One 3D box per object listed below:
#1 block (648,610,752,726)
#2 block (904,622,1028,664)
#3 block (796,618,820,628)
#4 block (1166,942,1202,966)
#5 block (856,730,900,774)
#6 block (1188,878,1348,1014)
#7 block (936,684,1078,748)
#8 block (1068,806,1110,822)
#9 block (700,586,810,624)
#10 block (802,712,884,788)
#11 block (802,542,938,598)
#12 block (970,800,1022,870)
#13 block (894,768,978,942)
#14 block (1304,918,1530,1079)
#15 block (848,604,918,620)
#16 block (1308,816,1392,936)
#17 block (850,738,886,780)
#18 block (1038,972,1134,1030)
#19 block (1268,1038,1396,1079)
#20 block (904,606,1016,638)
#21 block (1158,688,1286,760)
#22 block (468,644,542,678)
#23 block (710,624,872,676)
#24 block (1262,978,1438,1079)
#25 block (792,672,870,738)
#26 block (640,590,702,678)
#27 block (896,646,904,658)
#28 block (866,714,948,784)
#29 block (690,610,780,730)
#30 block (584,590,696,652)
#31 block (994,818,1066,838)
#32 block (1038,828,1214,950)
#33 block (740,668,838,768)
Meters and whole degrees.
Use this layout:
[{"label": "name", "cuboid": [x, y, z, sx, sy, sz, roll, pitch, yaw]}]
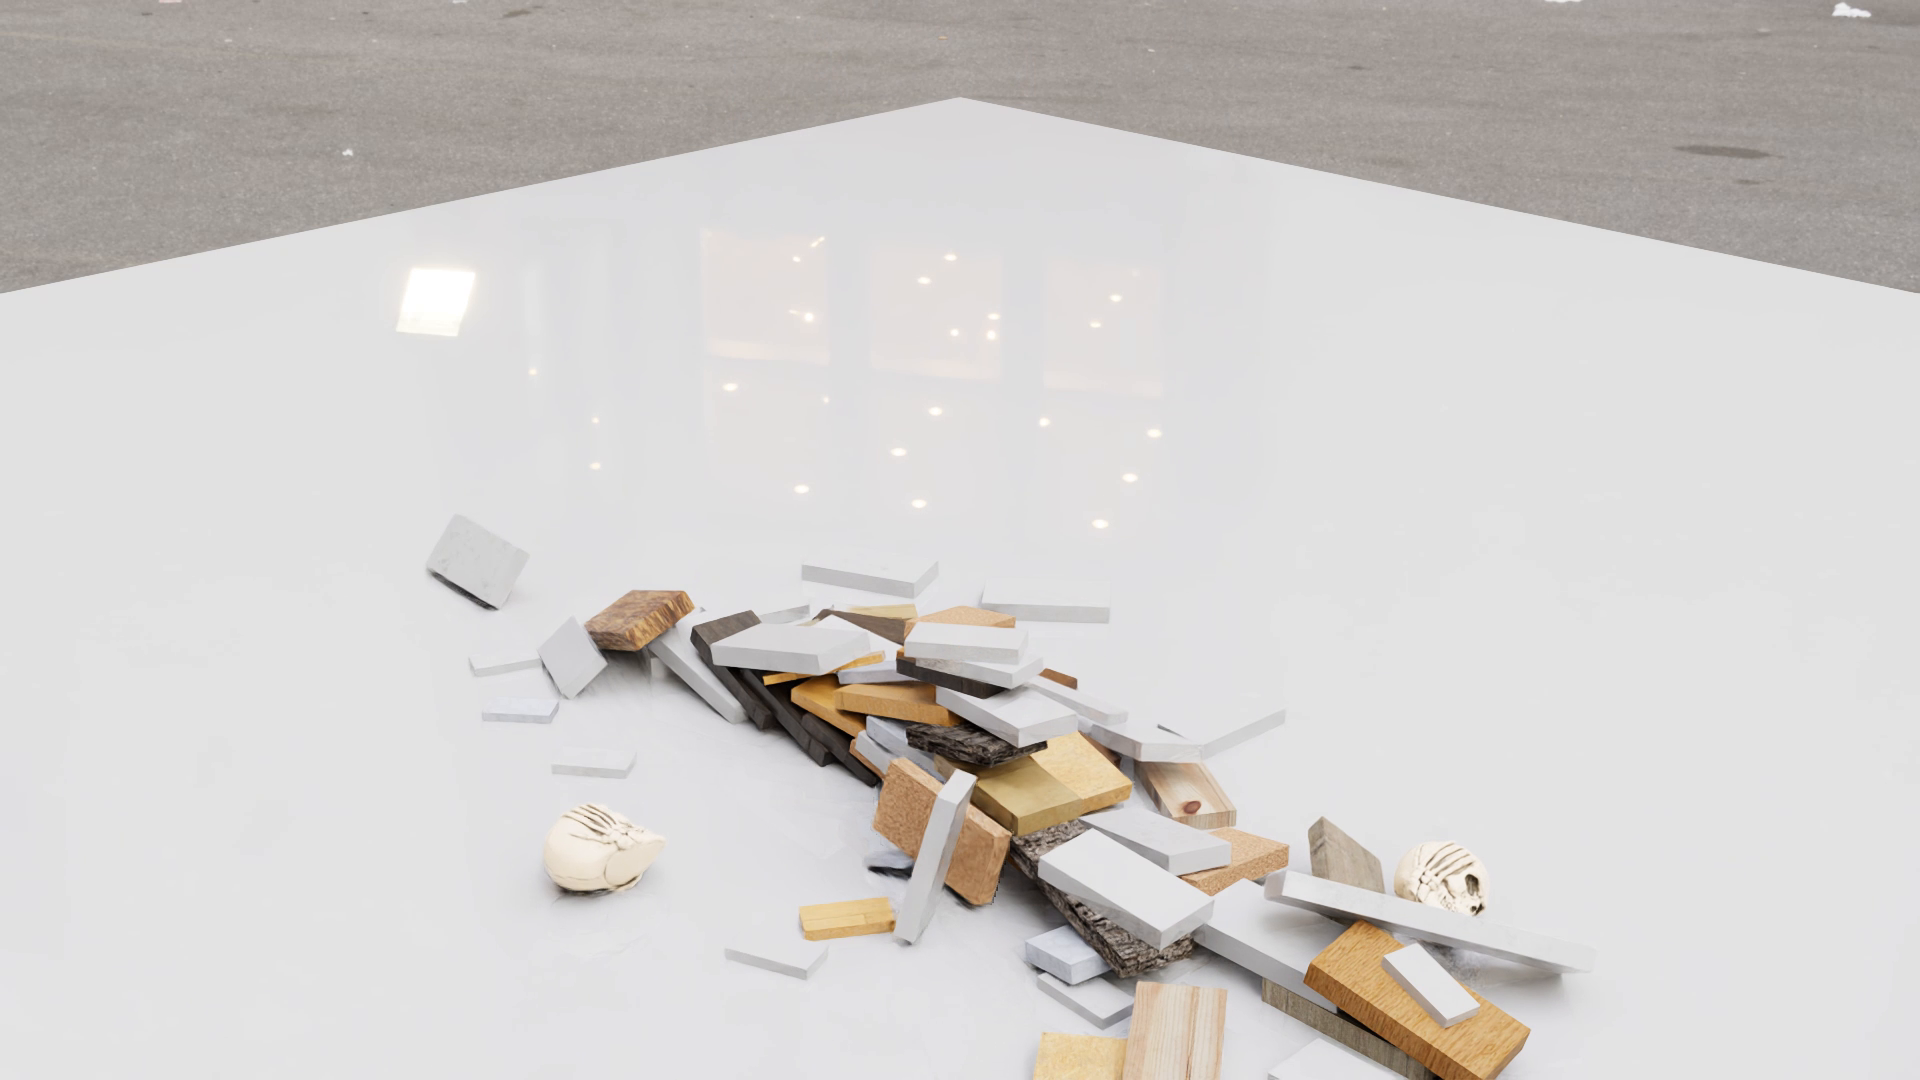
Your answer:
[{"label": "block", "cuboid": [-0.537, 0.283, 4.949, 0.170, 0.048, 0.340, -18, 40, -37]}, {"label": "block", "cuboid": [0.014, 0.202, 4.311, 0.225, 0.032, 0.112, 4, 18, 11]}, {"label": "block", "cuboid": [-0.301, 0.287, 4.975, 0.155, 0.044, 0.310, -16, 36, -34]}, {"label": "block", "cuboid": [0.395, 0.726, 4.007, 0.157, 0.022, 0.079, -21, 23, -40]}, {"label": "block", "cuboid": [-0.062, 0.469, 4.496, 0.147, 0.042, 0.293, -20, 46, -40]}, {"label": "block", "cuboid": [0.581, 0.714, 3.893, 0.169, 0.048, 0.338, -21, 31, -40]}, {"label": "block", "cuboid": [0.088, 0.324, 4.256, 0.138, 0.039, 0.276, -12, 21, -33]}, {"label": "block", "cuboid": [0.223, 0.552, 4.434, 0.148, 0.021, 0.074, 6, 24, 13]}, {"label": "block", "cuboid": [-0.484, 0.169, 5.206, 0.232, 0.033, 0.116, -12, 26, -30]}, {"label": "block", "cuboid": [-0.220, 0.423, 4.629, 0.219, 0.031, 0.109, 38, 42, 27]}, {"label": "block", "cuboid": [-0.225, 0.075, 5.527, 0.307, 0.043, 0.153, 9, 25, 20]}, {"label": "block", "cuboid": [0.073, 0.531, 4.367, 0.147, 0.042, 0.293, -20, 44, -40]}, {"label": "block", "cuboid": [-0.045, 0.575, 4.012, 0.041, 0.288, 0.144, 20, 18, 9]}, {"label": "block", "cuboid": [0.765, 0.781, 3.687, 0.338, 0.048, 0.169, 32, 38, 28]}, {"label": "block", "cuboid": [-0.185, 0.185, 5.296, 0.161, 0.023, 0.081, -3, 23, -7]}, {"label": "block", "cuboid": [0.724, 0.643, 4.085, 0.148, 0.042, 0.297, 38, 21, -10]}, {"label": "block", "cuboid": [-0.114, 0.468, 4.545, 0.109, 0.031, 0.219, -22, 47, -41]}, {"label": "block", "cuboid": [0.222, 0.796, 3.854, 0.084, 0.024, 0.167, -18, 29, -37]}, {"label": "block", "cuboid": [0.649, 0.910, 3.567, 0.136, 0.039, 0.273, -21, 31, -40]}, {"label": "block", "cuboid": [0.003, 0.204, 5.132, 0.146, 0.041, 0.292, 11, 10, 24]}, {"label": "block", "cuboid": [0.568, 0.398, 4.775, 0.265, 0.037, 0.132, -19, 29, -37]}, {"label": "block", "cuboid": [-1.050, 0.279, 5.075, 0.152, 0.022, 0.076, -9, 25, -21]}, {"label": "block", "cuboid": [-0.366, 0.233, 4.733, 0.321, 0.046, 0.161, 3, 17, 40]}, {"label": "block", "cuboid": [0.707, 0.810, 3.790, 0.169, 0.048, 0.338, -21, 31, -40]}, {"label": "block", "cuboid": [-0.241, 0.350, 4.644, 0.219, 0.031, 0.109, 25, 35, 35]}, {"label": "block", "cuboid": [-0.672, 0.219, 5.183, 0.170, 0.048, 0.340, -7, 24, -16]}, {"label": "block", "cuboid": [-0.098, 0.306, 4.748, 0.025, 0.177, 0.089, 18, 29, 35]}, {"label": "block", "cuboid": [-0.044, 0.414, 4.446, 0.147, 0.042, 0.293, -16, 30, -35]}, {"label": "block", "cuboid": [-0.450, 0.284, 4.862, 0.155, 0.044, 0.310, -16, 47, -35]}, {"label": "block", "cuboid": [-0.748, 0.182, 5.047, 0.170, 0.048, 0.340, -37, 16, -24]}, {"label": "block", "cuboid": [0.166, 0.569, 4.181, 0.099, 0.028, 0.198, -21, 42, -37]}, {"label": "block", "cuboid": [0.295, 0.622, 3.933, 0.290, 0.041, 0.145, 27, 34, 38]}, {"label": "block", "cuboid": [-0.324, 0.352, 4.746, 0.155, 0.044, 0.310, -18, 48, -37]}]
